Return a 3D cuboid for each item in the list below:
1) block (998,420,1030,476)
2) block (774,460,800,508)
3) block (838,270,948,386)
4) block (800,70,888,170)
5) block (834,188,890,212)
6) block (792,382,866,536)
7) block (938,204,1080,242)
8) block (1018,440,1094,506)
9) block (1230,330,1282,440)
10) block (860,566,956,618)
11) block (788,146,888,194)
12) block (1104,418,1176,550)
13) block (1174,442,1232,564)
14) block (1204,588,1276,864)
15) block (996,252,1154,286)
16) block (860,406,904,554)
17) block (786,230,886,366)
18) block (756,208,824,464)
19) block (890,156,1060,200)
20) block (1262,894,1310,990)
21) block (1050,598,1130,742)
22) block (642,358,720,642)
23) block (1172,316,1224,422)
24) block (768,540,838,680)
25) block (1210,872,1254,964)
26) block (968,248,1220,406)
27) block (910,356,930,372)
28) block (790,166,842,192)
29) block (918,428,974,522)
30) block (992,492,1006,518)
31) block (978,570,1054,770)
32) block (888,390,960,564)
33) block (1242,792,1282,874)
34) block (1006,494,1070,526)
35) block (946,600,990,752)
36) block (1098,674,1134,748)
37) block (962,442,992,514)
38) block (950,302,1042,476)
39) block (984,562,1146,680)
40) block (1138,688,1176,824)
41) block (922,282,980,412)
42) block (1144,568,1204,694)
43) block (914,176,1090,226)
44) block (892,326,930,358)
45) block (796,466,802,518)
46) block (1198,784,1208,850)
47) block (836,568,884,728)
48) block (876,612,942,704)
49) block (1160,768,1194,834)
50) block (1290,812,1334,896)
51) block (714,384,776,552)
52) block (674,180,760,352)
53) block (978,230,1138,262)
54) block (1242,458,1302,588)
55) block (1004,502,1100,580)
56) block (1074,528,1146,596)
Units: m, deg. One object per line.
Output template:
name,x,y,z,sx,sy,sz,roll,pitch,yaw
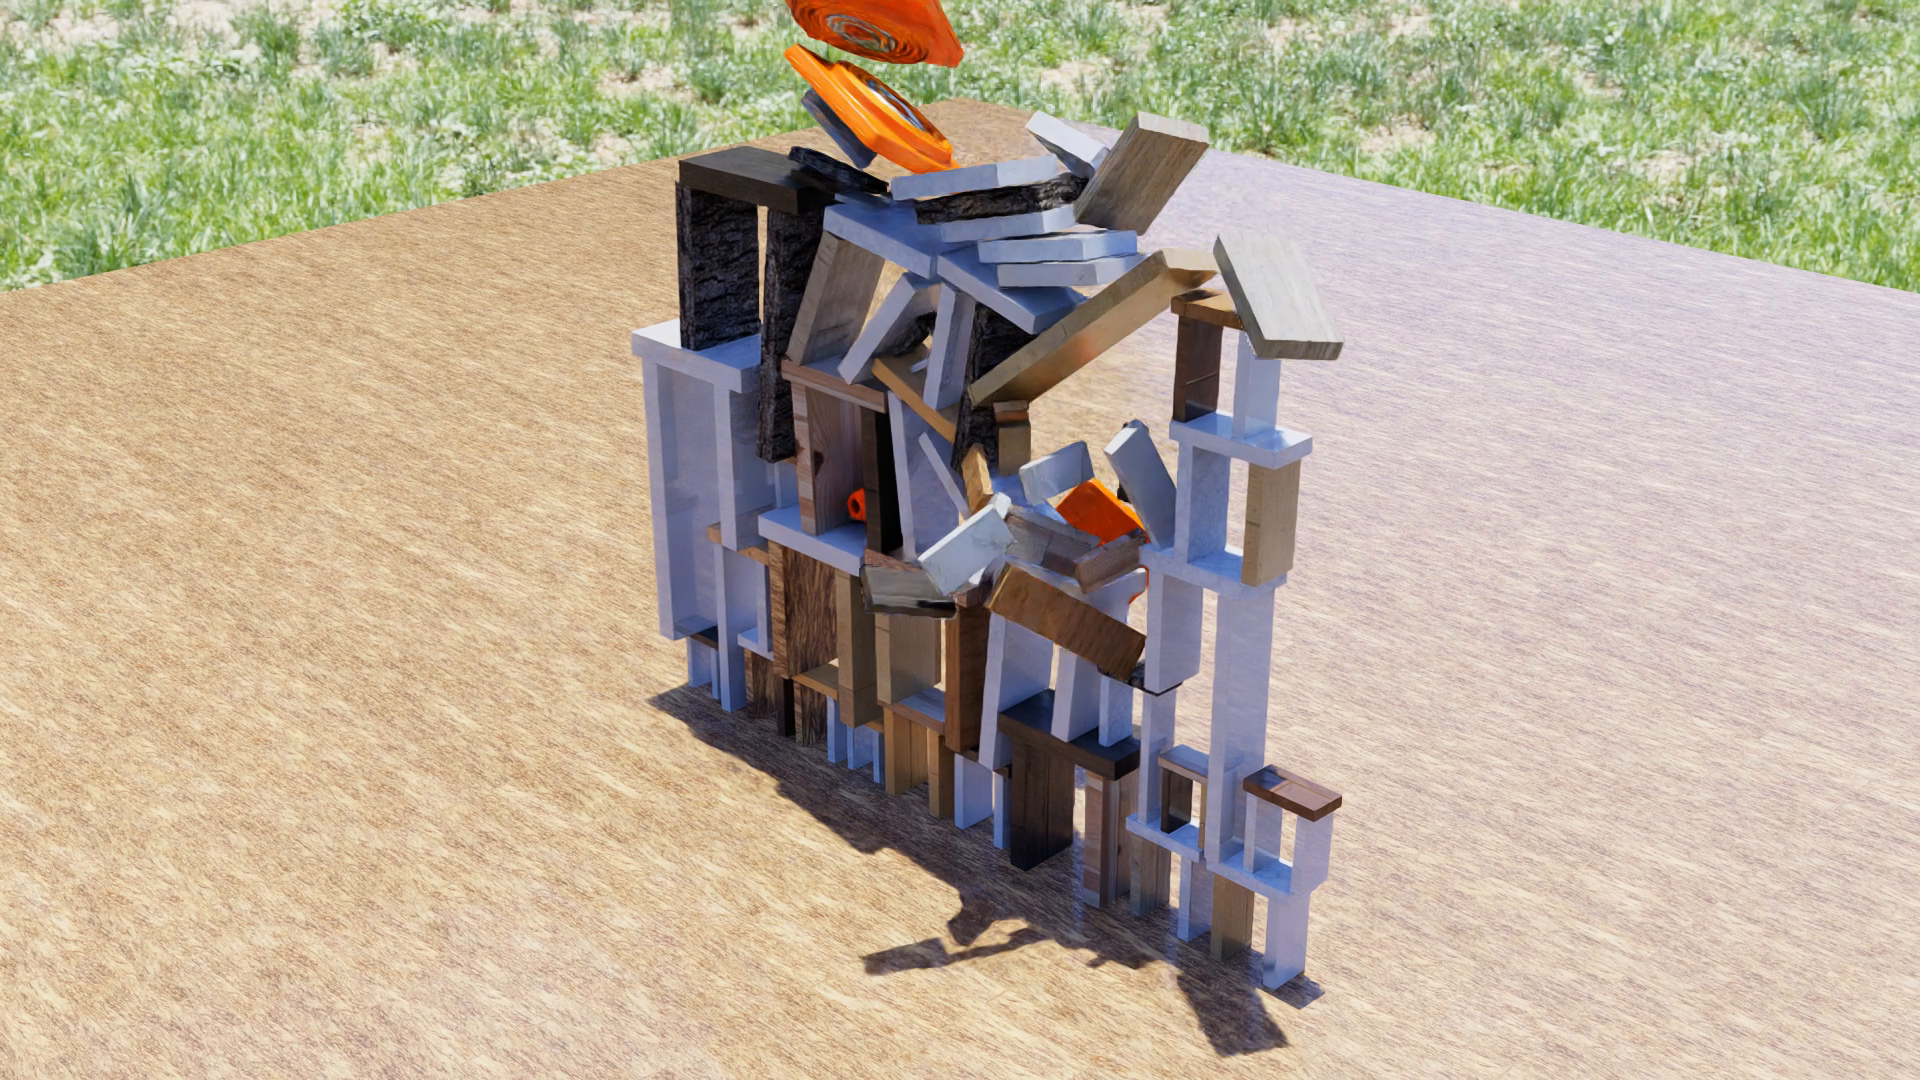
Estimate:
block,0.098,-0.167,3.988,0.058,0.121,0.016,-4,47,-3
block,-0.357,-0.126,4.561,0.056,0.112,0.016,-21,28,-39
block,-0.104,-0.411,4.125,0.151,0.302,0.043,-24,73,-39
block,-0.221,-0.799,4.187,0.025,0.176,0.088,-21,31,45
block,-0.184,-0.638,4.129,0.096,0.014,0.048,24,32,32
block,-0.260,-0.180,4.428,0.042,0.315,0.148,17,29,42
block,0.098,-0.556,3.847,0.127,0.036,0.255,-20,16,-41
block,0.167,-0.116,3.794,0.134,0.067,0.019,-25,20,-27
block,0.487,-0.263,3.599,0.026,0.183,0.091,22,31,38
block,-0.088,0.090,3.756,0.158,0.022,0.079,6,50,-27
block,-0.231,-0.701,4.173,0.175,0.025,0.088,27,15,21
block,0.320,-0.093,3.736,0.079,0.248,0.022,-46,43,-15
block,0.414,-0.076,3.746,0.030,0.214,0.107,21,30,40
block,0.487,0.316,3.835,0.116,0.513,0.033,-21,30,-41
block,0.195,-0.460,3.738,0.130,0.037,0.260,-16,14,-35
block,-0.120,-0.136,4.298,0.042,0.295,0.148,18,29,42
block,-0.231,-0.483,4.253,0.151,0.302,0.043,-22,56,-41
block,-0.313,-0.421,4.385,0.049,0.533,0.174,30,37,36
block,0.023,-0.635,3.858,0.142,0.040,0.283,-15,12,-40
block,0.578,0.697,3.888,0.090,0.179,0.025,-21,31,-41
block,0.241,0.220,4.049,0.040,0.284,0.142,26,34,36
block,-0.589,-0.104,4.808,0.051,0.645,0.180,21,31,41
block,0.398,-0.295,3.675,0.026,0.183,0.091,21,31,38
block,-0.324,0.124,4.624,0.154,0.309,0.044,-22,31,-40
block,0.493,0.664,3.966,0.025,0.179,0.090,21,31,41
block,0.221,-0.356,3.754,0.130,0.037,0.509,-3,-21,-43
block,-0.045,-0.339,4.098,0.097,0.014,0.049,-20,9,42
block,-0.273,-0.691,4.185,0.096,0.014,0.048,32,38,34
block,0.034,-0.113,4.154,0.122,0.035,0.245,-21,73,-33
block,0.097,-0.063,4.100,0.083,0.023,0.166,-23,66,-40
block,0.114,0.231,4.195,0.142,0.418,0.040,-20,35,-40
block,-0.067,-0.134,4.232,0.122,0.343,0.035,-22,24,-40
block,0.533,0.501,3.857,0.077,0.155,0.022,-21,31,-41
block,0.158,-0.021,4.017,0.083,0.023,0.166,-23,62,-43
block,0.036,0.244,4.294,0.142,0.319,0.040,-21,30,-40
block,0.287,0.303,4.039,0.020,0.142,0.071,21,31,40
block,0.030,-0.108,3.889,0.016,0.058,0.116,8,50,-24
block,0.069,-0.281,3.972,0.130,0.350,0.037,-16,43,-30
block,0.190,0.144,3.859,0.331,0.085,0.024,28,1,-32
block,0.359,0.386,4.001,0.071,0.267,0.020,-21,31,-41
block,0.008,-0.369,4.013,0.130,0.259,0.037,-25,51,-36
block,0.379,0.144,3.882,0.033,0.232,0.116,21,30,40
block,0.074,-0.593,3.851,0.283,0.040,0.142,1,15,42
block,-0.084,-0.377,4.123,0.049,0.014,0.097,-26,-8,-42
block,-0.305,-0.105,4.511,0.056,0.113,0.016,-22,29,-40
block,0.457,0.486,3.938,0.019,0.131,0.066,21,31,41
block,-0.178,0.199,4.497,0.154,0.348,0.044,-22,31,-40
block,-0.103,0.174,4.414,0.142,0.284,0.040,-21,30,-41
block,0.395,0.462,3.995,0.019,0.131,0.066,21,31,40
block,0.607,0.531,3.788,0.077,0.155,0.022,-21,32,-40
block,-0.420,-0.172,4.600,0.180,0.359,0.051,-21,30,-39
block,-0.496,-0.577,4.518,0.049,0.348,0.174,23,32,39
block,0.166,-0.504,3.775,0.127,0.036,0.263,-15,14,-39
block,0.518,-0.039,3.657,0.030,0.214,0.107,20,30,38
block,0.154,0.005,3.884,0.170,0.085,0.024,21,4,-13
block,0.264,0.037,3.828,0.134,0.067,0.019,-26,38,-16
